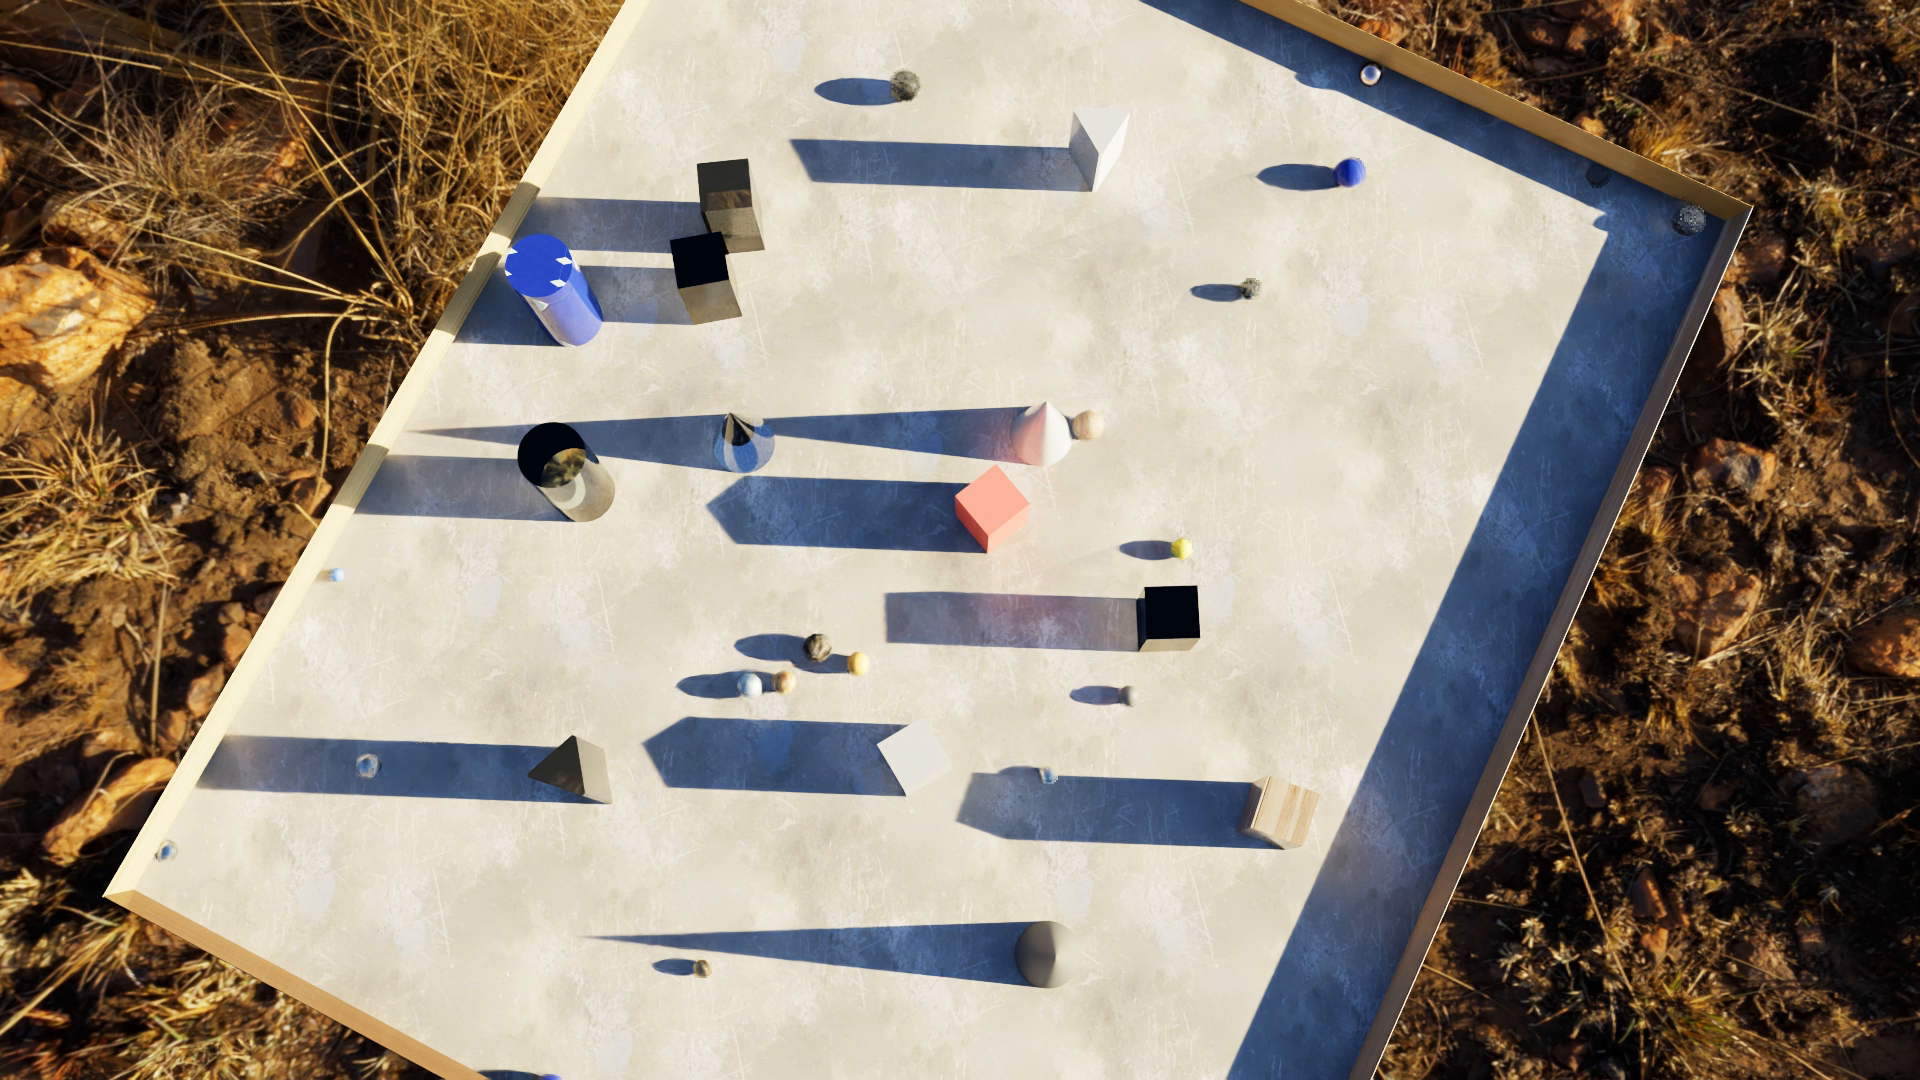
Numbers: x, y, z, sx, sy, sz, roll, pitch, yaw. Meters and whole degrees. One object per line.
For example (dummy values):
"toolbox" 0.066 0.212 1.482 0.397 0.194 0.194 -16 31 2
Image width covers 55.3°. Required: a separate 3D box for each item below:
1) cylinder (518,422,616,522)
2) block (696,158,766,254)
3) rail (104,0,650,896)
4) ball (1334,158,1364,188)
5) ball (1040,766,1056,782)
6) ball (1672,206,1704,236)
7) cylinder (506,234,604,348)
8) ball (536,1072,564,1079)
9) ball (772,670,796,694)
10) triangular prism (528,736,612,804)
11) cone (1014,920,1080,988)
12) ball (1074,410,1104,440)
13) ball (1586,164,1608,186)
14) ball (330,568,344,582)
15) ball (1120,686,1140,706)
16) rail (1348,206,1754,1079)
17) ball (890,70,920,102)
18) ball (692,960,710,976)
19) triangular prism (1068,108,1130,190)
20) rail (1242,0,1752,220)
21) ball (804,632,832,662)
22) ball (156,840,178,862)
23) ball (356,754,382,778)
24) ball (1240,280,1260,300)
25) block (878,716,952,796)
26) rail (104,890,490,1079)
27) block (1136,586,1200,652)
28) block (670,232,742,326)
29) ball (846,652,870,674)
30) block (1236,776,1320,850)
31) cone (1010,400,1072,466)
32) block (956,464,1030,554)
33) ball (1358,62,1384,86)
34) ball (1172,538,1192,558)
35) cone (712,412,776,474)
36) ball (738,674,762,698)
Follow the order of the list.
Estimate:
"cylinder" -1.160 -0.195 5.424 0.194 0.456 0.194 0 78 0
"block" -0.703 -1.022 5.644 0.156 0.360 0.156 -6 78 -1
"rail" -1.533 -0.744 5.705 0.045 0.126 4.093 26 80 5
"ball" 1.232 -1.163 5.810 0.093 0.093 0.093 0 78 0
"ball" 0.259 0.697 5.447 0.049 0.049 0.049 0 78 0
"ball" 2.294 -1.008 5.778 0.092 0.092 0.092 0 78 0
"cylinder" -1.219 -0.747 5.532 0.194 0.468 0.194 0 78 0
"ball" -1.175 1.574 5.241 0.097 0.097 0.097 0 78 0
"ball" -0.527 0.426 5.492 0.072 0.072 0.072 0 78 0
"triangular prism" -1.094 0.650 5.274 0.168 0.408 0.146 18 79 4
"cone" 0.257 1.167 5.137 0.194 0.466 0.194 0 78 0
"ball" 0.396 -0.353 5.642 0.094 0.094 0.094 0 78 0
"ball" 2.026 -1.161 5.822 0.067 0.067 0.067 0 78 0
"ball" -1.894 0.106 5.574 0.041 0.041 0.041 0 78 0
"ball" 0.506 0.465 5.490 0.060 0.060 0.060 0 78 0
"rail" 1.533 0.757 5.394 0.045 0.126 4.093 26 80 5
"ball" -0.174 -1.453 5.868 0.097 0.097 0.097 0 78 0
"ball" -0.753 1.246 5.334 0.049 0.049 0.049 0 78 0
"triangular prism" 0.410 -1.246 5.722 0.146 0.299 0.168 31 80 6
"rail" 0.905 -1.765 5.916 3.476 0.126 0.045 26 80 5
"ball" -0.427 0.322 5.507 0.085 0.085 0.085 0 78 0
"ball" -2.334 0.915 5.396 0.061 0.061 0.061 0 78 0
"ball" -1.754 0.670 5.442 0.070 0.070 0.070 0 78 0
"ball" 0.911 -0.785 5.747 0.062 0.062 0.062 0 78 0
"block" -0.131 0.636 5.362 0.156 0.240 0.156 -31 80 -6
"rail" -0.905 1.779 5.183 3.476 0.126 0.045 26 80 5
"block" 0.615 0.236 5.437 0.156 0.257 0.156 -2 78 0
"block" -0.774 -0.798 5.609 0.156 0.338 0.156 -11 79 -2
"ball" -0.306 0.370 5.506 0.067 0.067 0.067 0 78 0
"block" 0.919 0.792 5.310 0.156 0.279 0.156 19 79 4
"cone" 0.252 -0.363 5.491 0.194 0.393 0.194 0 78 0
"block" 0.095 -0.092 5.503 0.156 0.259 0.156 -38 81 -7
"ball" 1.320 -1.496 5.886 0.078 0.078 0.078 0 78 0
"ball" 0.676 0.026 5.579 0.063 0.063 0.063 0 78 0
"cone" -0.670 -0.336 5.503 0.194 0.359 0.194 0 78 0
"ball" -0.629 0.438 5.488 0.075 0.075 0.075 0 78 0
